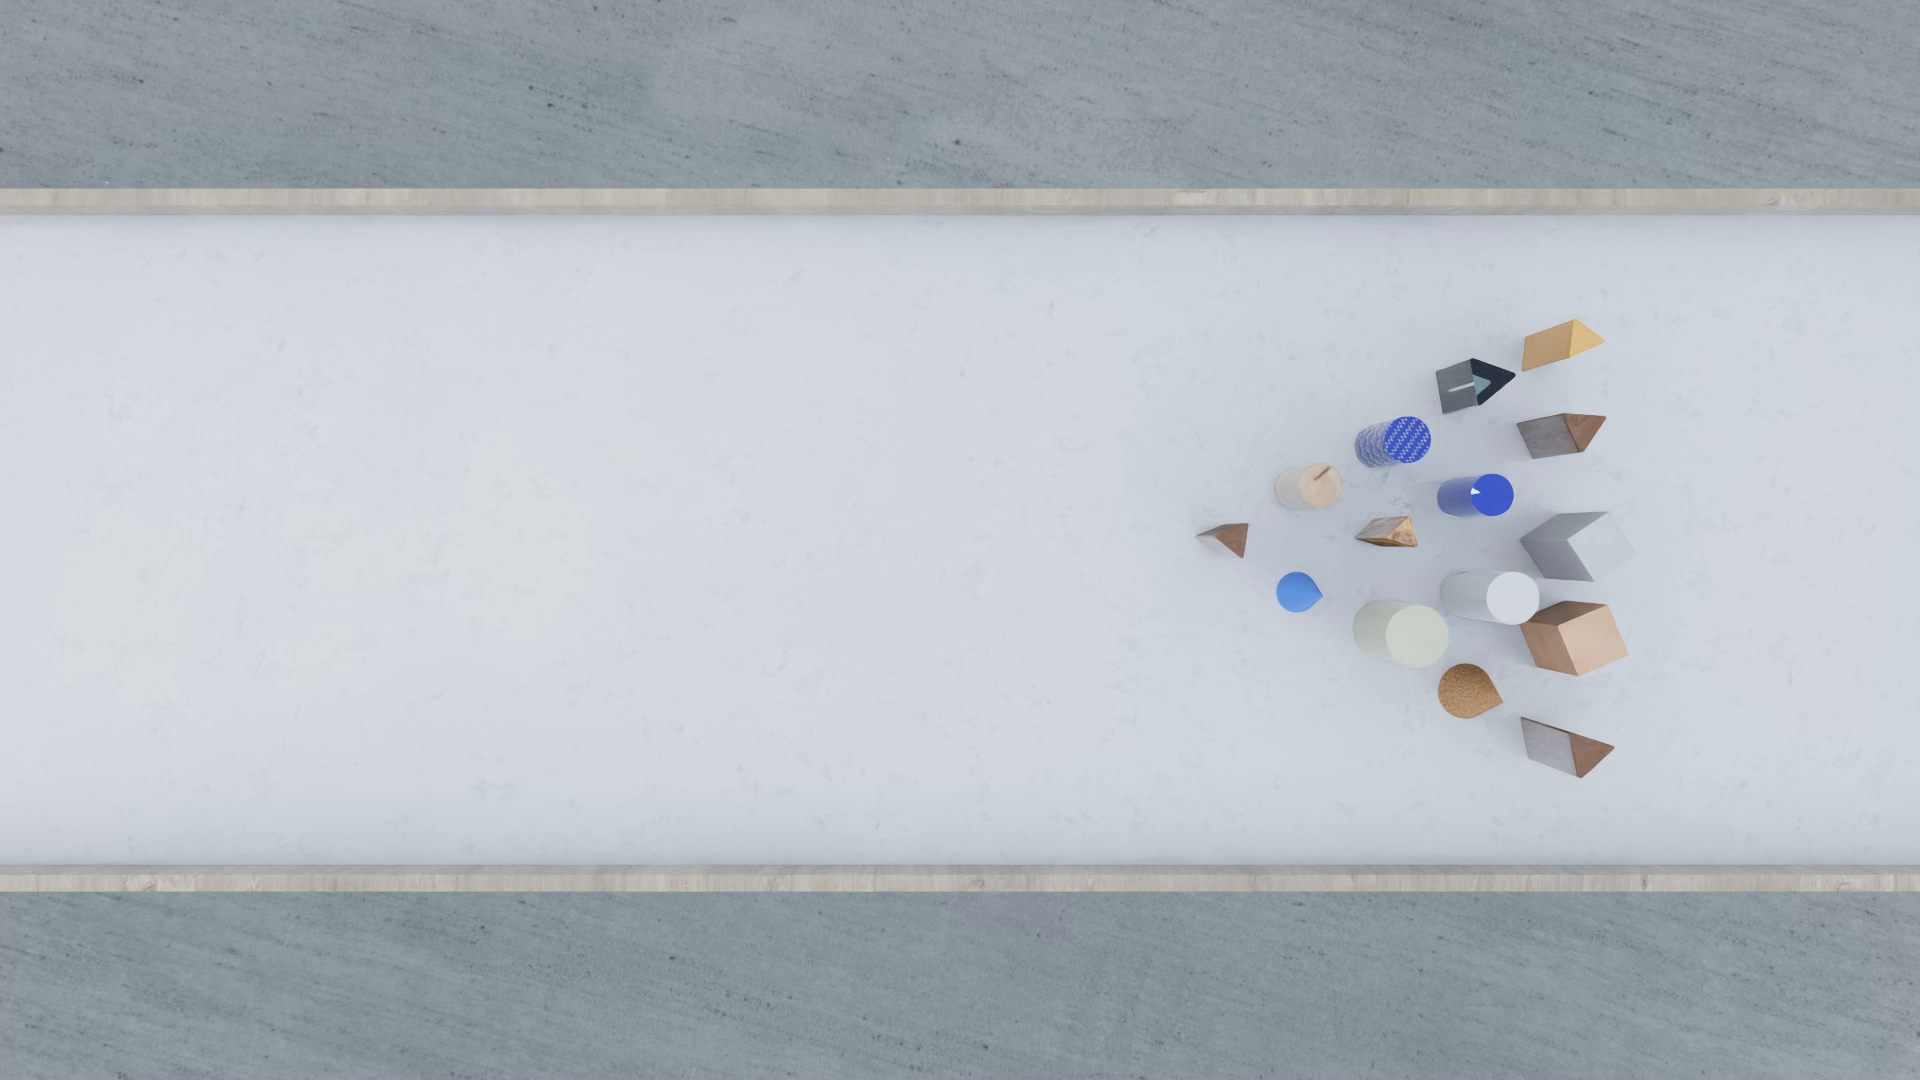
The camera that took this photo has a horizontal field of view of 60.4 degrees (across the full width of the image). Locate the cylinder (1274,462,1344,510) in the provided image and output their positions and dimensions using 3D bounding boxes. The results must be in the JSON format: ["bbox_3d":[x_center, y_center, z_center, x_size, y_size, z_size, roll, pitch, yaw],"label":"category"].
[{"bbox_3d":[1.031,-0.157,4.894,0.128,0.366,0.128,0,90,0],"label":"cylinder"}]

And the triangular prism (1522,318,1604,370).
[{"bbox_3d":[1.761,-0.584,4.876,0.108,0.401,0.094,-23,90,0],"label":"triangular prism"}]

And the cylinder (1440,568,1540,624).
[{"bbox_3d":[1.550,0.163,4.850,0.149,0.452,0.149,0,90,0],"label":"cylinder"}]

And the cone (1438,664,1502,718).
[{"bbox_3d":[1.556,0.465,4.898,0.170,0.356,0.170,0,90,0],"label":"cone"}]

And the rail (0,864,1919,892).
[{"bbox_3d":[-2.247,1.025,5.001,12.000,0.150,0.050,0,90,0],"label":"rail"}]

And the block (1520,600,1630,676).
[{"bbox_3d":[1.818,0.289,4.907,0.158,0.340,0.158,-23,90,0],"label":"block"}]

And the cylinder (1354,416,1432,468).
[{"bbox_3d":[1.282,-0.287,4.898,0.134,0.356,0.134,0,90,0],"label":"cylinder"}]

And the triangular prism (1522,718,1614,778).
[{"bbox_3d":[1.764,0.588,4.870,0.132,0.413,0.114,-42,90,0],"label":"triangular prism"}]

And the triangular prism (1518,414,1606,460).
[{"bbox_3d":[1.757,-0.329,4.881,0.106,0.392,0.122,34,90,0],"label":"triangular prism"}]

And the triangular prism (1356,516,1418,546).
[{"bbox_3d":[1.267,-0.031,4.880,0.089,0.392,0.077,16,90,0],"label":"triangular prism"}]

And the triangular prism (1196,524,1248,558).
[{"bbox_3d":[0.789,-0.013,4.875,0.100,0.402,0.087,39,90,0],"label":"triangular prism"}]

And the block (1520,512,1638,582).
[{"bbox_3d":[1.821,0.019,4.876,0.145,0.401,0.145,-33,90,0],"label":"block"}]

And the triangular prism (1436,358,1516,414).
[{"bbox_3d":[1.504,-0.476,4.904,0.138,0.344,0.119,-40,90,0],"label":"triangular prism"}]

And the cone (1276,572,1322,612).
[{"bbox_3d":[1.036,0.161,4.891,0.126,0.370,0.126,0,90,0],"label":"cone"}]

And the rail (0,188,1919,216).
[{"bbox_3d":[-2.247,-1.025,5.002,12.000,0.150,0.050,0,90,0],"label":"rail"}]

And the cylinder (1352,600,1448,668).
[{"bbox_3d":[1.297,0.274,4.878,0.179,0.397,0.179,0,90,0],"label":"cylinder"}]

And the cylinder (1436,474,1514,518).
[{"bbox_3d":[1.529,-0.130,4.906,0.123,0.340,0.123,0,90,0],"label":"cylinder"}]
